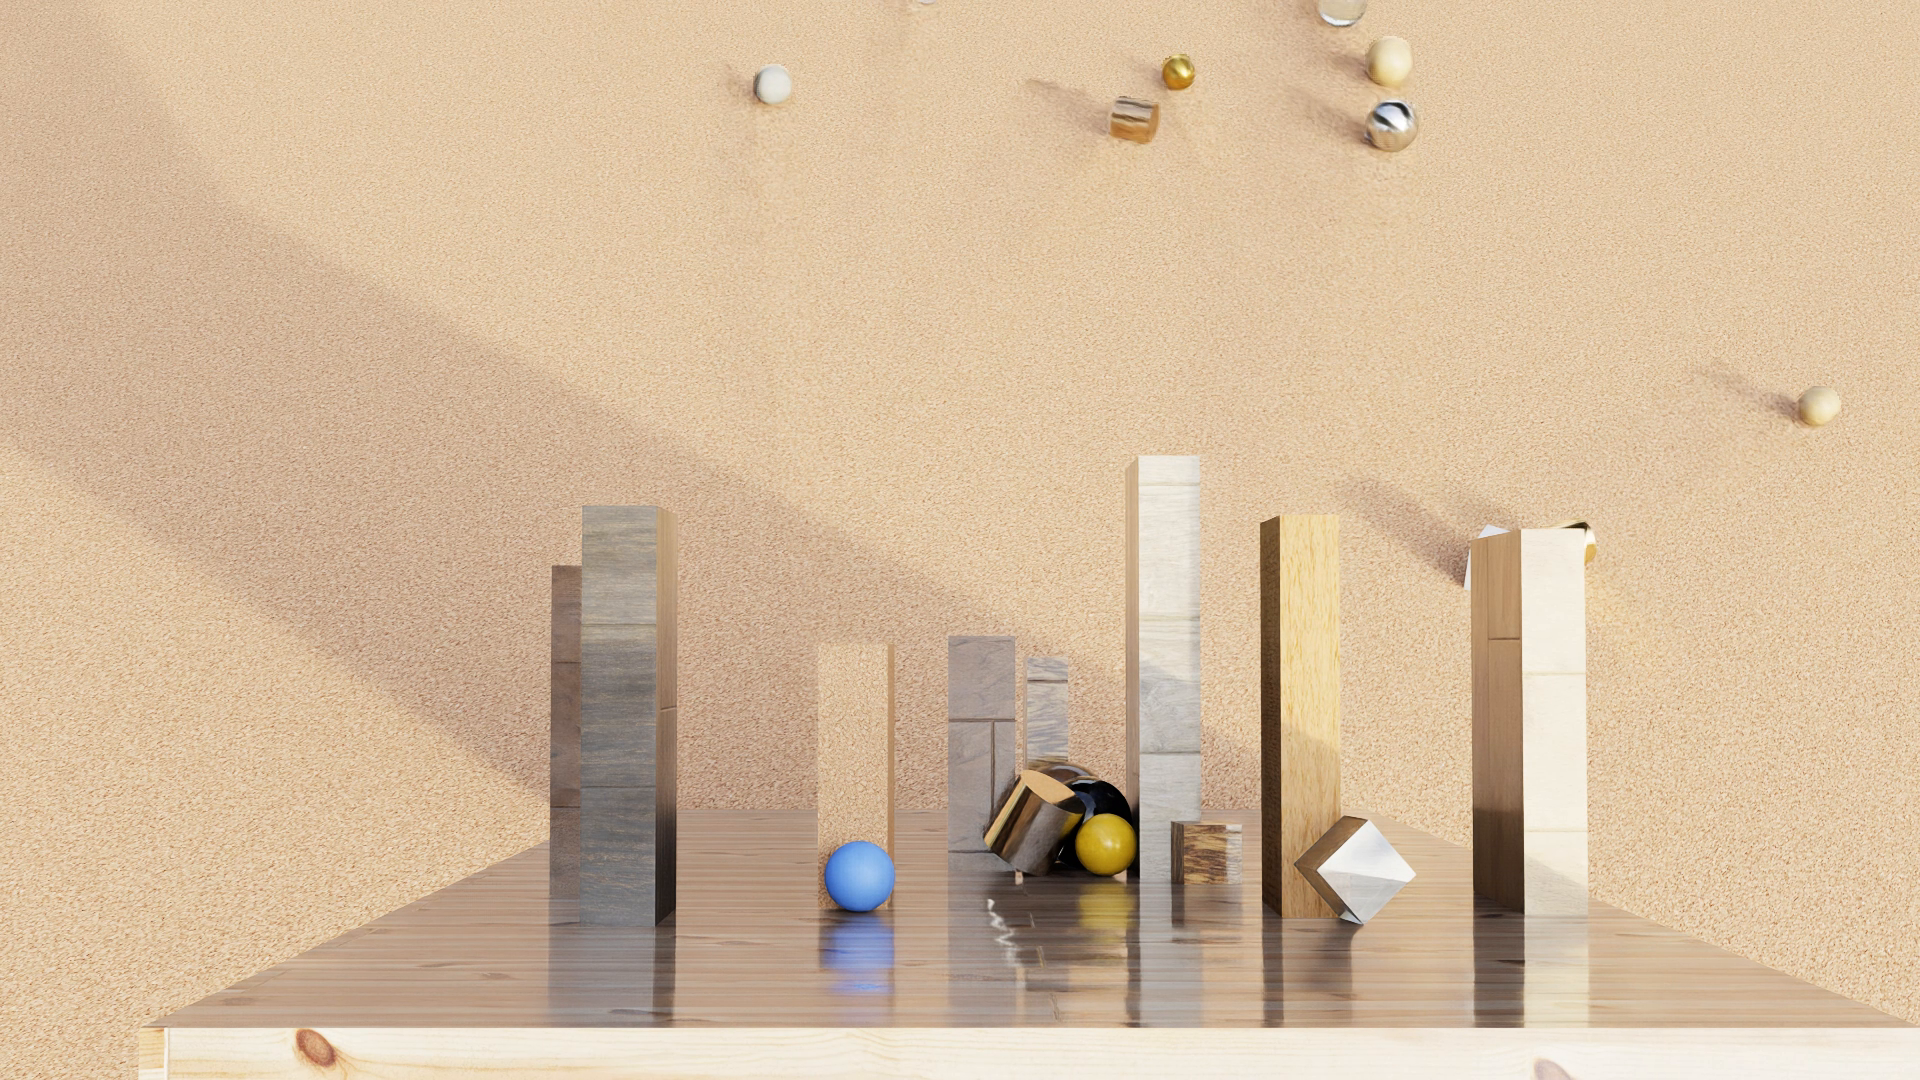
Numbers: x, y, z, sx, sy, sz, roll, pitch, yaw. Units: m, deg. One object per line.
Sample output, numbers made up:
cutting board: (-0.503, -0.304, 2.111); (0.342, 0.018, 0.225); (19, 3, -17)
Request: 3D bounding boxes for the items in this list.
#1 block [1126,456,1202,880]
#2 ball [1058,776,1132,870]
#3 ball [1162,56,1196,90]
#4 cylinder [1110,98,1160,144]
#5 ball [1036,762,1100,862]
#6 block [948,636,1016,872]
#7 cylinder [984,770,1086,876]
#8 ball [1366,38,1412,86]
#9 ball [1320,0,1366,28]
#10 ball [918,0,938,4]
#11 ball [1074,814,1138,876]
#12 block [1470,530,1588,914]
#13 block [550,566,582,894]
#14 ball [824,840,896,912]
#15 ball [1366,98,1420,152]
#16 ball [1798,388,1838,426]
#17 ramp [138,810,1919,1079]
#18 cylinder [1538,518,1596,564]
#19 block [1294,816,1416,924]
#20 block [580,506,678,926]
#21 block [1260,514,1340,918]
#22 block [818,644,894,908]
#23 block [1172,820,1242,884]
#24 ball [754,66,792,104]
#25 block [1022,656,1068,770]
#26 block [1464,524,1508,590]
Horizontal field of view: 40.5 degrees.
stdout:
block: (0.389, 0.243, 5.022); (0.114, 0.784, 0.399); (0, -2, 0)
ball: (0.242, 0.545, 5.014); (0.181, 0.181, 0.181); (0, 37, 0)
ball: (0.876, -1.865, 10.396); (0.135, 0.135, 0.135); (0, 37, 0)
cylinder: (0.676, -1.622, 10.057); (0.150, 0.150, 0.150); (13, 39, 17)
ball: (0.206, 0.543, 5.201); (0.200, 0.200, 0.200); (0, 37, 0)
block: (0.042, 0.414, 5.114); (0.129, 0.451, 0.266); (0, -2, 0)
cylinder: (0.141, 0.531, 4.889); (0.143, 0.143, 0.143); (28, 14, -8)
ball: (1.719, -1.915, 10.421); (0.185, 0.185, 0.185); (0, 37, 0)
ball: (1.595, -2.233, 10.841); (0.195, 0.195, 0.195); (0, 37, 0)
ball: (-0.135, -2.329, 11.039); (0.113, 0.113, 0.113); (0, 37, 0)
ball: (0.274, 0.571, 4.870); (0.117, 0.117, 0.117); (0, 37, 0)
block: (0.954, 0.300, 4.382); (0.101, 0.617, 0.420); (0, -2, 0)
block: (-0.661, 0.337, 4.697); (0.098, 0.570, 0.372); (0, -2, 0)
ball: (-0.162, 0.544, 4.205); (0.115, 0.115, 0.115); (0, 37, 0)
ball: (1.657, -1.588, 9.969); (0.202, 0.202, 0.202); (0, 37, 0)
ball: (2.798, -0.435, 8.482); (0.124, 0.124, 0.124); (0, 37, 0)
ramp: (0.081, 0.681, 4.910); (2.000, 0.100, 4.000); (0, -2, 0)
cylinder: (1.826, 0.017, 7.864); (0.138, 0.138, 0.138); (-13, 39, -17)
block: (0.616, 0.514, 4.063); (0.114, 0.114, 0.114); (-42, 6, -10)
block: (-0.524, 0.276, 4.140); (0.115, 0.645, 0.297); (0, -2, 0)
block: (0.557, 0.285, 4.267); (0.094, 0.638, 0.277); (0, -2, 0)
block: (-0.176, 0.396, 4.493); (0.114, 0.434, 0.449); (0, -2, 0)
block: (0.450, 0.571, 4.755); (0.107, 0.107, 0.107); (0, -2, -8)
ball: (-0.740, -1.798, 10.294); (0.150, 0.150, 0.150); (0, 37, 0)
block: (0.183, 0.457, 5.611); (0.085, 0.408, 0.371); (0, -2, 0)
block: (1.612, 0.071, 7.783); (0.147, 0.147, 0.147); (19, 41, 24)
